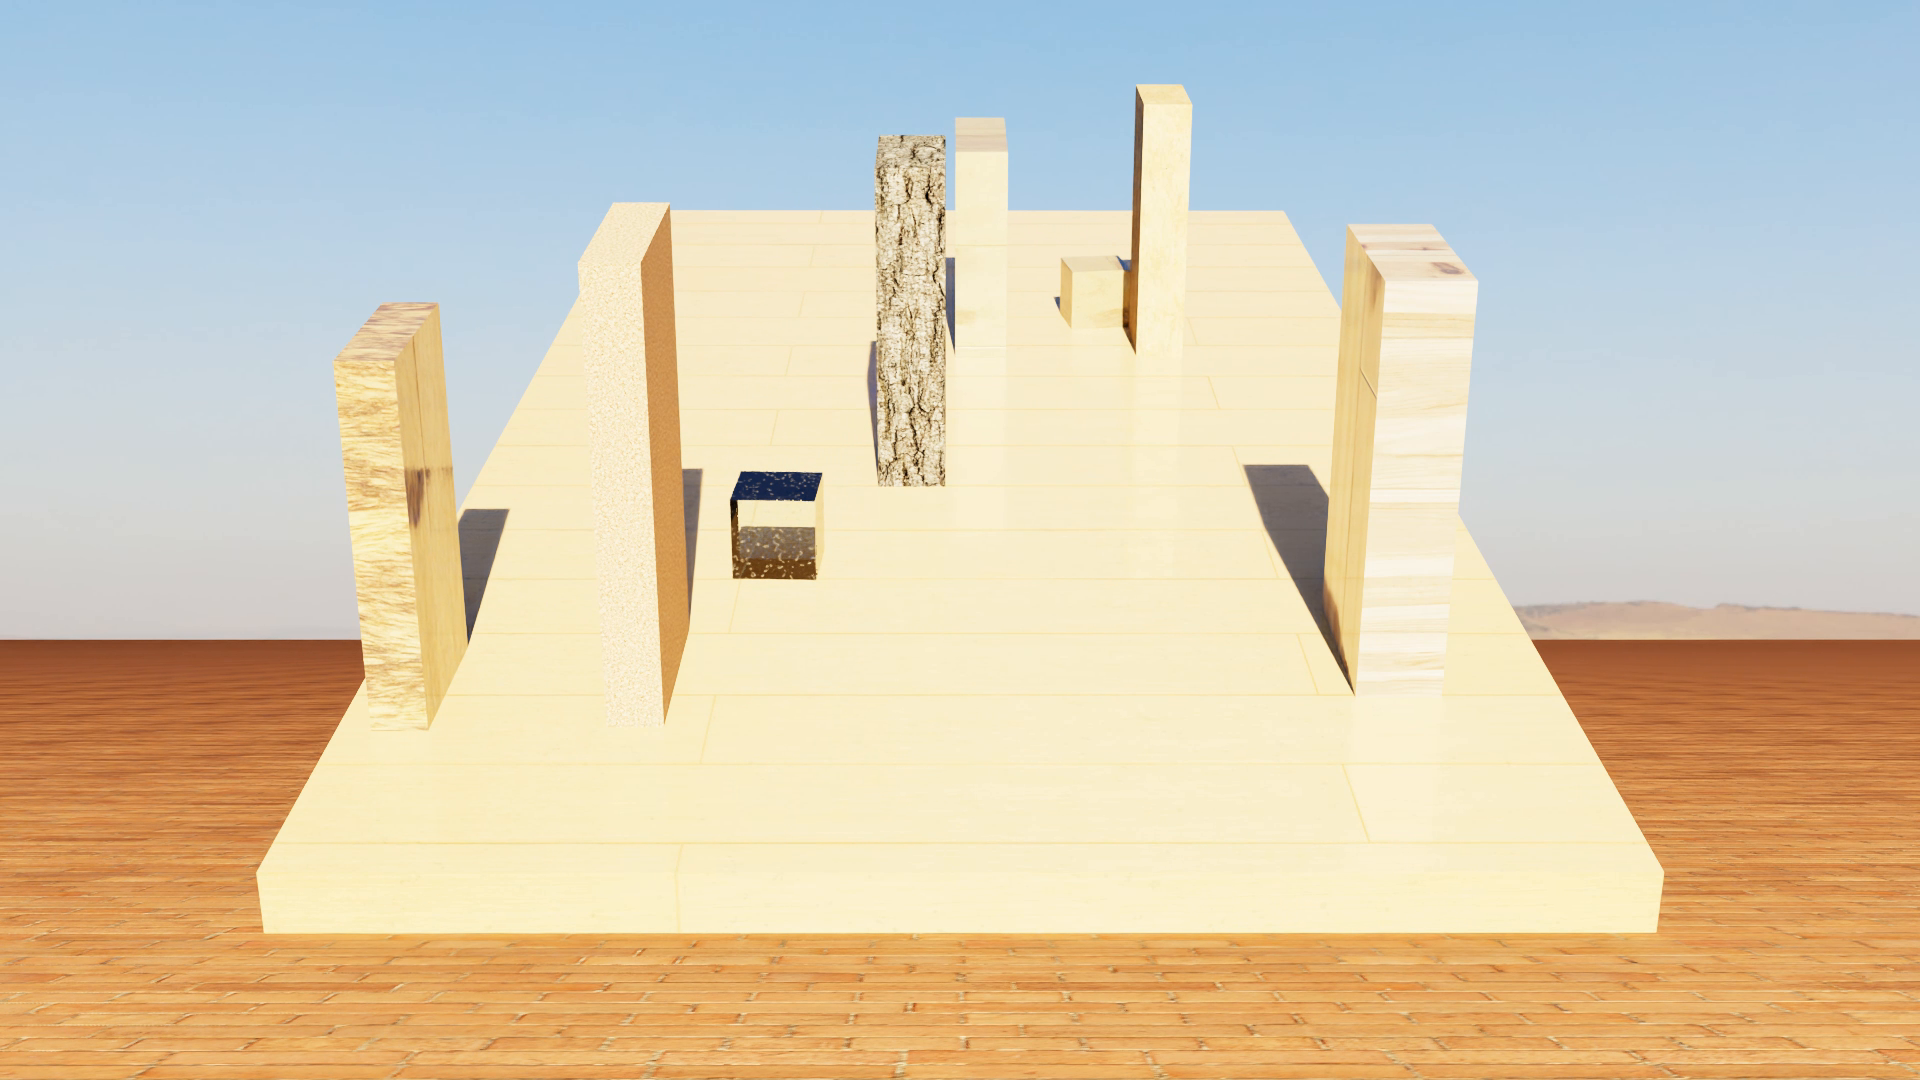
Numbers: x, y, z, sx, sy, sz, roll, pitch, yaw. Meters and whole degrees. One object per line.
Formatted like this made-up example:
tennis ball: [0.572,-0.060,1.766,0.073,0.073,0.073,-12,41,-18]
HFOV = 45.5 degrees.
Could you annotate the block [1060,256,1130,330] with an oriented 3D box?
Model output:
block: [0.344,-0.632,5.840,0.149,0.149,0.149,-3,22,-8]

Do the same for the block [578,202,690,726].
block: [-0.523,-0.127,3.724,0.093,0.766,0.387,0,22,0]

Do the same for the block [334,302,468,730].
block: [-0.898,-0.041,3.707,0.091,0.618,0.325,0,22,0]

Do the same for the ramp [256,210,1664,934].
ramp: [-0.006,-0.219,5.132,2.000,0.100,4.000,0,22,0]

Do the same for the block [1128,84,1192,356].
block: [0.485,-0.778,5.579,0.112,0.613,0.254,0,22,0]

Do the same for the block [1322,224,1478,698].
block: [0.725,-0.136,3.830,0.143,0.710,0.368,0,22,0]

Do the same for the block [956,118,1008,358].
block: [0.050,-0.752,5.659,0.123,0.503,0.414,0,22,0]

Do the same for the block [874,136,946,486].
block: [-0.099,-0.477,4.748,0.139,0.663,0.320,0,22,0]

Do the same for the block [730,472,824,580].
block: [-0.341,-0.028,4.302,0.156,0.156,0.156,1,22,2]
